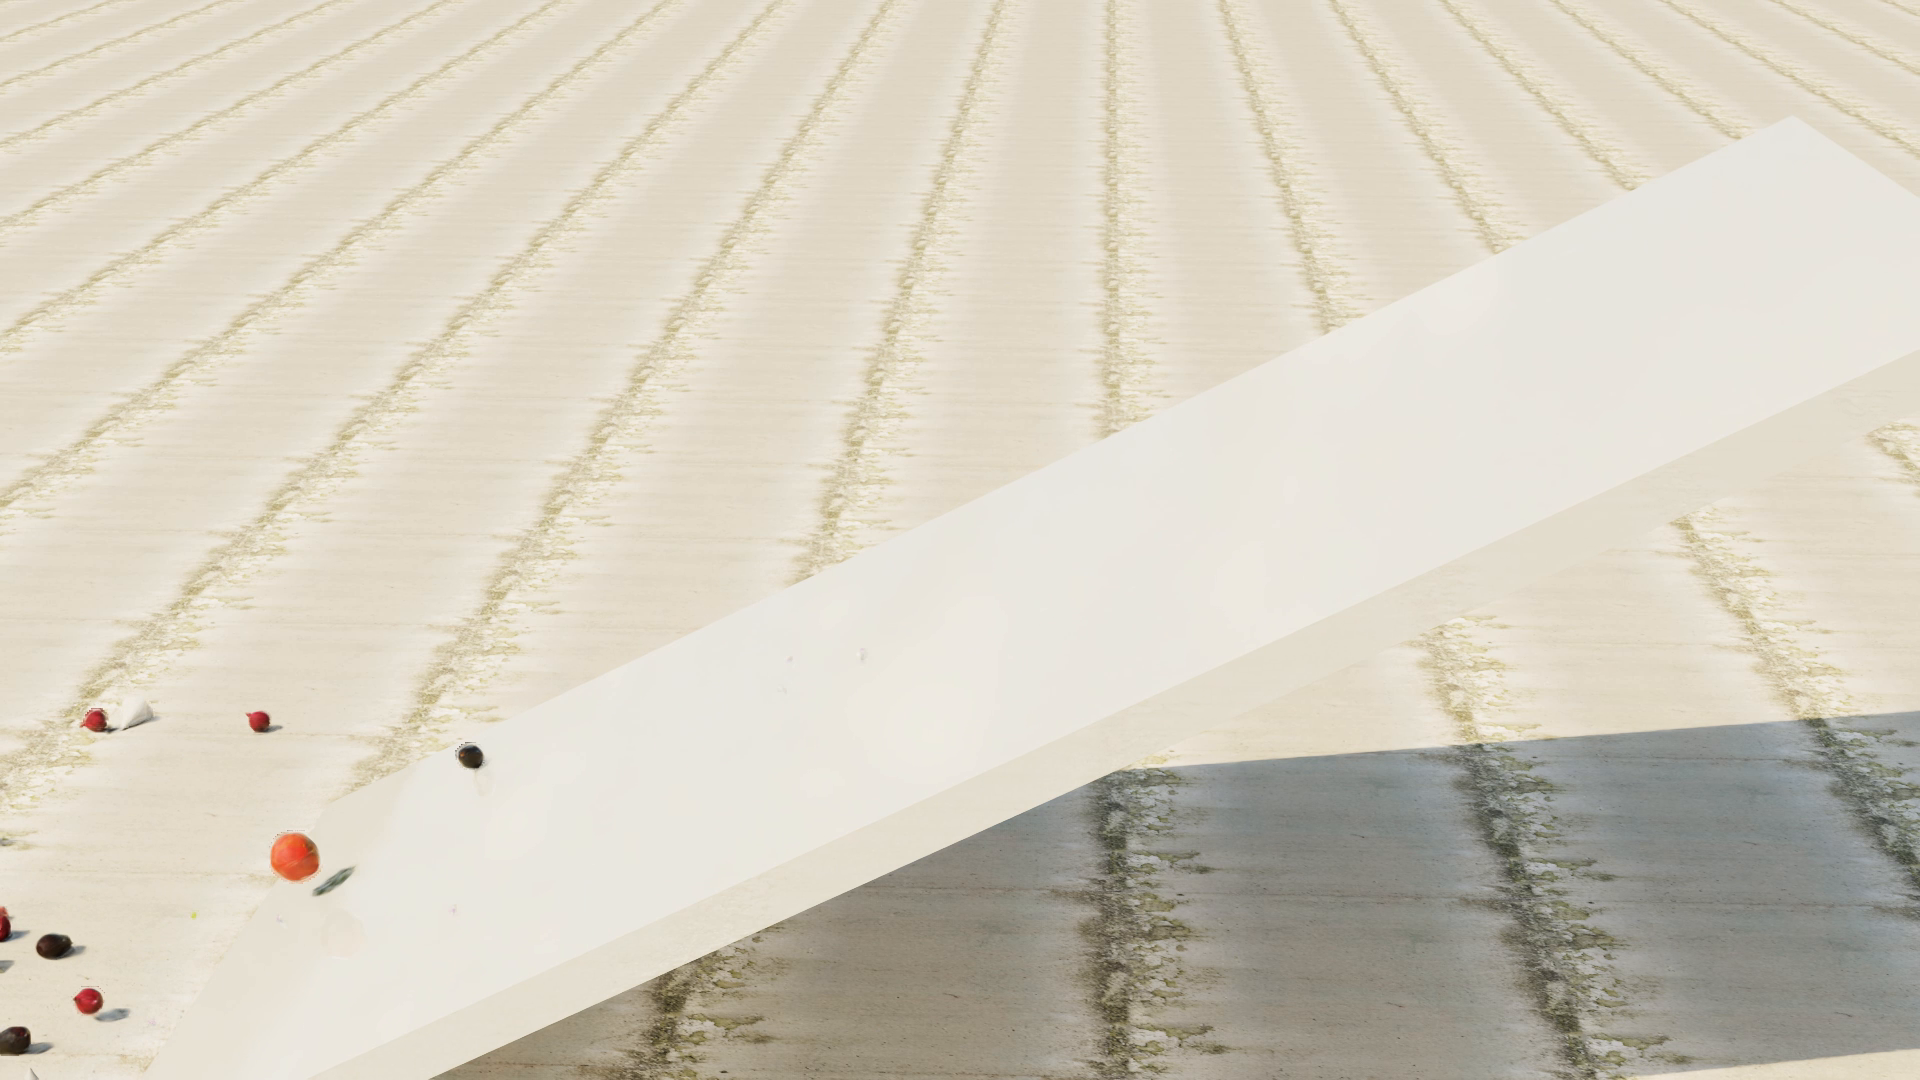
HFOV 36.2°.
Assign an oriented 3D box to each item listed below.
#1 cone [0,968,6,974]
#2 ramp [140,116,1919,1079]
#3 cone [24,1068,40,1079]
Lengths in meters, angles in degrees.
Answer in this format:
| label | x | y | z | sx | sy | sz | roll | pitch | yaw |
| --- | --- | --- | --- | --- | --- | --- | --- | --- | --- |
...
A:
| label | x | y | z | sx | sy | sz | roll | pitch | yaw |
| --- | --- | --- | --- | --- | --- | --- | --- | --- | --- |
| cone | -2.239 | 0.983 | 6.786 | 0.079 | 0.079 | 0.079 | 26 | 15 | -6 |
| ramp | 0.139 | 0.168 | 6.281 | 4.000 | 0.100 | 2.000 | -25 | 14 | 10 |
| cone | -1.953 | 1.141 | 6.186 | 0.074 | 0.074 | 0.074 | 0 | 17 | 0 |
